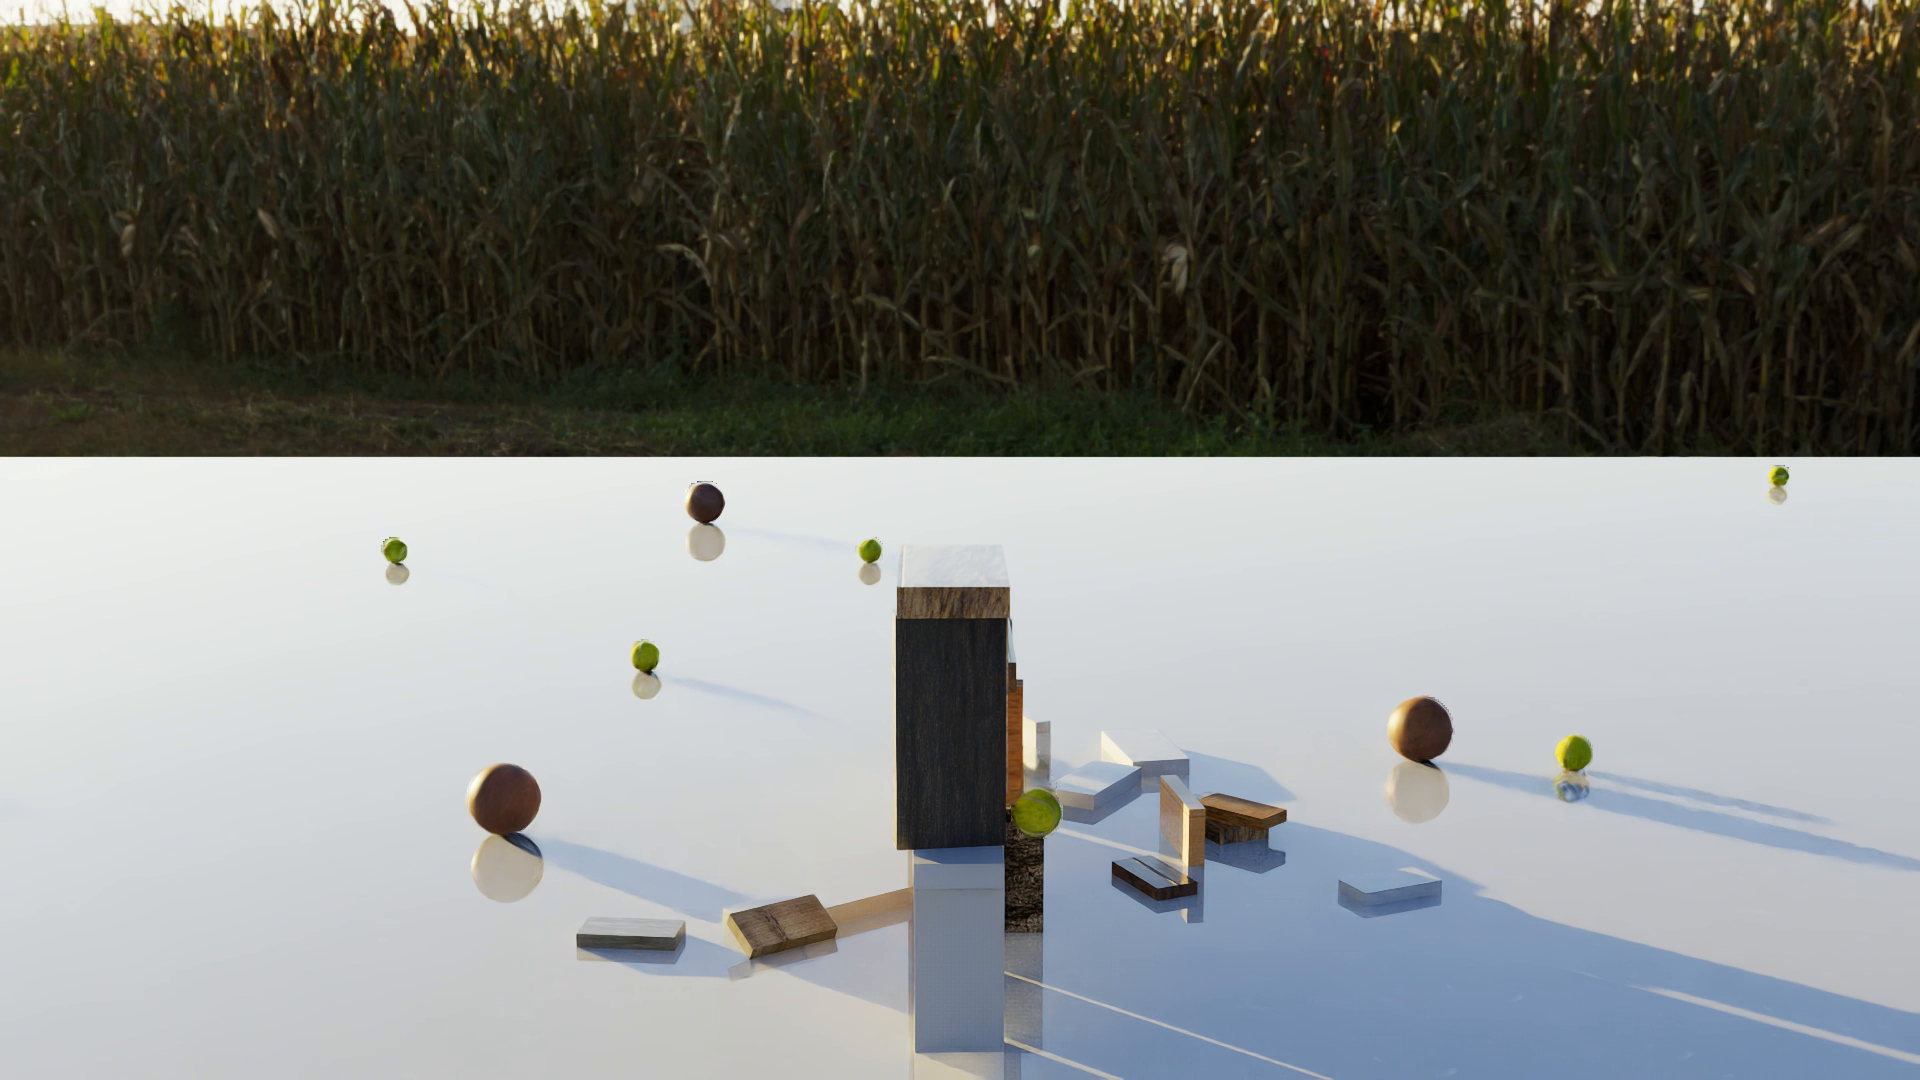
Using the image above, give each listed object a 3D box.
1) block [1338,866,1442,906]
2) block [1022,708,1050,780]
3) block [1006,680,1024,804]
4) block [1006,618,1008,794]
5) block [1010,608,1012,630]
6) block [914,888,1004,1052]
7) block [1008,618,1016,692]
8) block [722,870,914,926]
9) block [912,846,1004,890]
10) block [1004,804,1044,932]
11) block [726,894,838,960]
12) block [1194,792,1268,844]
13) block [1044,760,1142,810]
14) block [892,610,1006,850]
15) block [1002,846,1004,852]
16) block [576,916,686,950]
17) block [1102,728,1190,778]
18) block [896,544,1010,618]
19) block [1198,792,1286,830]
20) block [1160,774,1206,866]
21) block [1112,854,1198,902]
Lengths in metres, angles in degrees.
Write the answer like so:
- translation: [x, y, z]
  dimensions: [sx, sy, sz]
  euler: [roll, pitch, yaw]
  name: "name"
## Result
- translation: [0.719, 0.578, 3.673]
  dimensions: [0.154, 0.022, 0.077]
  euler: [-5, 12, -25]
  name: "block"
- translation: [0.110, 0.393, 4.409]
  dimensions: [0.033, 0.117, 0.233]
  euler: [-5, 12, -26]
  name: "block"
- translation: [0.016, 0.410, 3.668]
  dimensions: [0.177, 0.355, 0.050]
  euler: [0, 10, 2]
  name: "block"
- translation: [-0.009, 0.217, 3.172]
  dimensions: [0.152, 0.303, 0.043]
  euler: [5, 12, 24]
  name: "block"
- translation: [0.005, 0.132, 4.092]
  dimensions: [0.174, 0.049, 0.348]
  euler: [0, 11, -1]
  name: "block"
- translation: [-0.001, 0.583, 3.031]
  dimensions: [0.123, 0.246, 0.035]
  euler: [0, 11, -1]
  name: "block"
- translation: [0.000, 0.191, 3.738]
  dimensions: [0.177, 0.050, 0.355]
  euler: [0, 11, -1]
  name: "block"
- translation: [-0.229, 0.593, 3.572]
  dimensions: [0.302, 0.029, 0.102]
  euler: [-8, 13, -36]
  name: "block"
- translation: [-0.005, 0.431, 3.085]
  dimensions: [0.123, 0.035, 0.246]
  euler: [0, 11, -2]
  name: "block"
- translation: [0.081, 0.520, 3.486]
  dimensions: [0.102, 0.203, 0.029]
  euler: [0, 11, 0]
  name: "block"
- translation: [-0.278, 0.604, 3.441]
  dimensions: [0.156, 0.022, 0.078]
  euler: [-8, 41, -36]
  name: "block"
- translation: [0.466, 0.508, 4.028]
  dimensions: [0.103, 0.029, 0.206]
  euler: [-5, 12, -24]
  name: "block"
- translation: [0.258, 0.470, 4.233]
  dimensions: [0.103, 0.029, 0.213]
  euler: [6, 12, 29]
  name: "block"
- translation: [-0.015, 0.258, 3.018]
  dimensions: [0.152, 0.329, 0.043]
  euler: [-2, 11, -8]
  name: "block"
- translation: [0.000, 0.554, 3.192]
  dimensions: [0.123, 0.246, 0.035]
  euler: [0, 10, 0]
  name: "block"
- translation: [-0.516, 0.618, 3.456]
  dimensions: [0.156, 0.022, 0.078]
  euler: [1, 11, 6]
  name: "block"
- translation: [0.373, 0.429, 4.445]
  dimensions: [0.117, 0.033, 0.233]
  euler: [-2, 11, -11]
  name: "block"
- translation: [-0.011, 0.056, 3.088]
  dimensions: [0.152, 0.043, 0.303]
  euler: [0, 11, -1]
  name: "block"
- translation: [0.505, 0.491, 3.981]
  dimensions: [0.154, 0.022, 0.077]
  euler: [9, 14, 42]
  name: "block"
- translation: [0.393, 0.495, 3.896]
  dimensions: [0.029, 0.103, 0.206]
  euler: [-2, 11, -9]
  name: "block"
- translation: [0.328, 0.570, 3.715]
  dimensions: [0.077, 0.022, 0.154]
  euler: [-5, 12, -25]
  name: "block"
